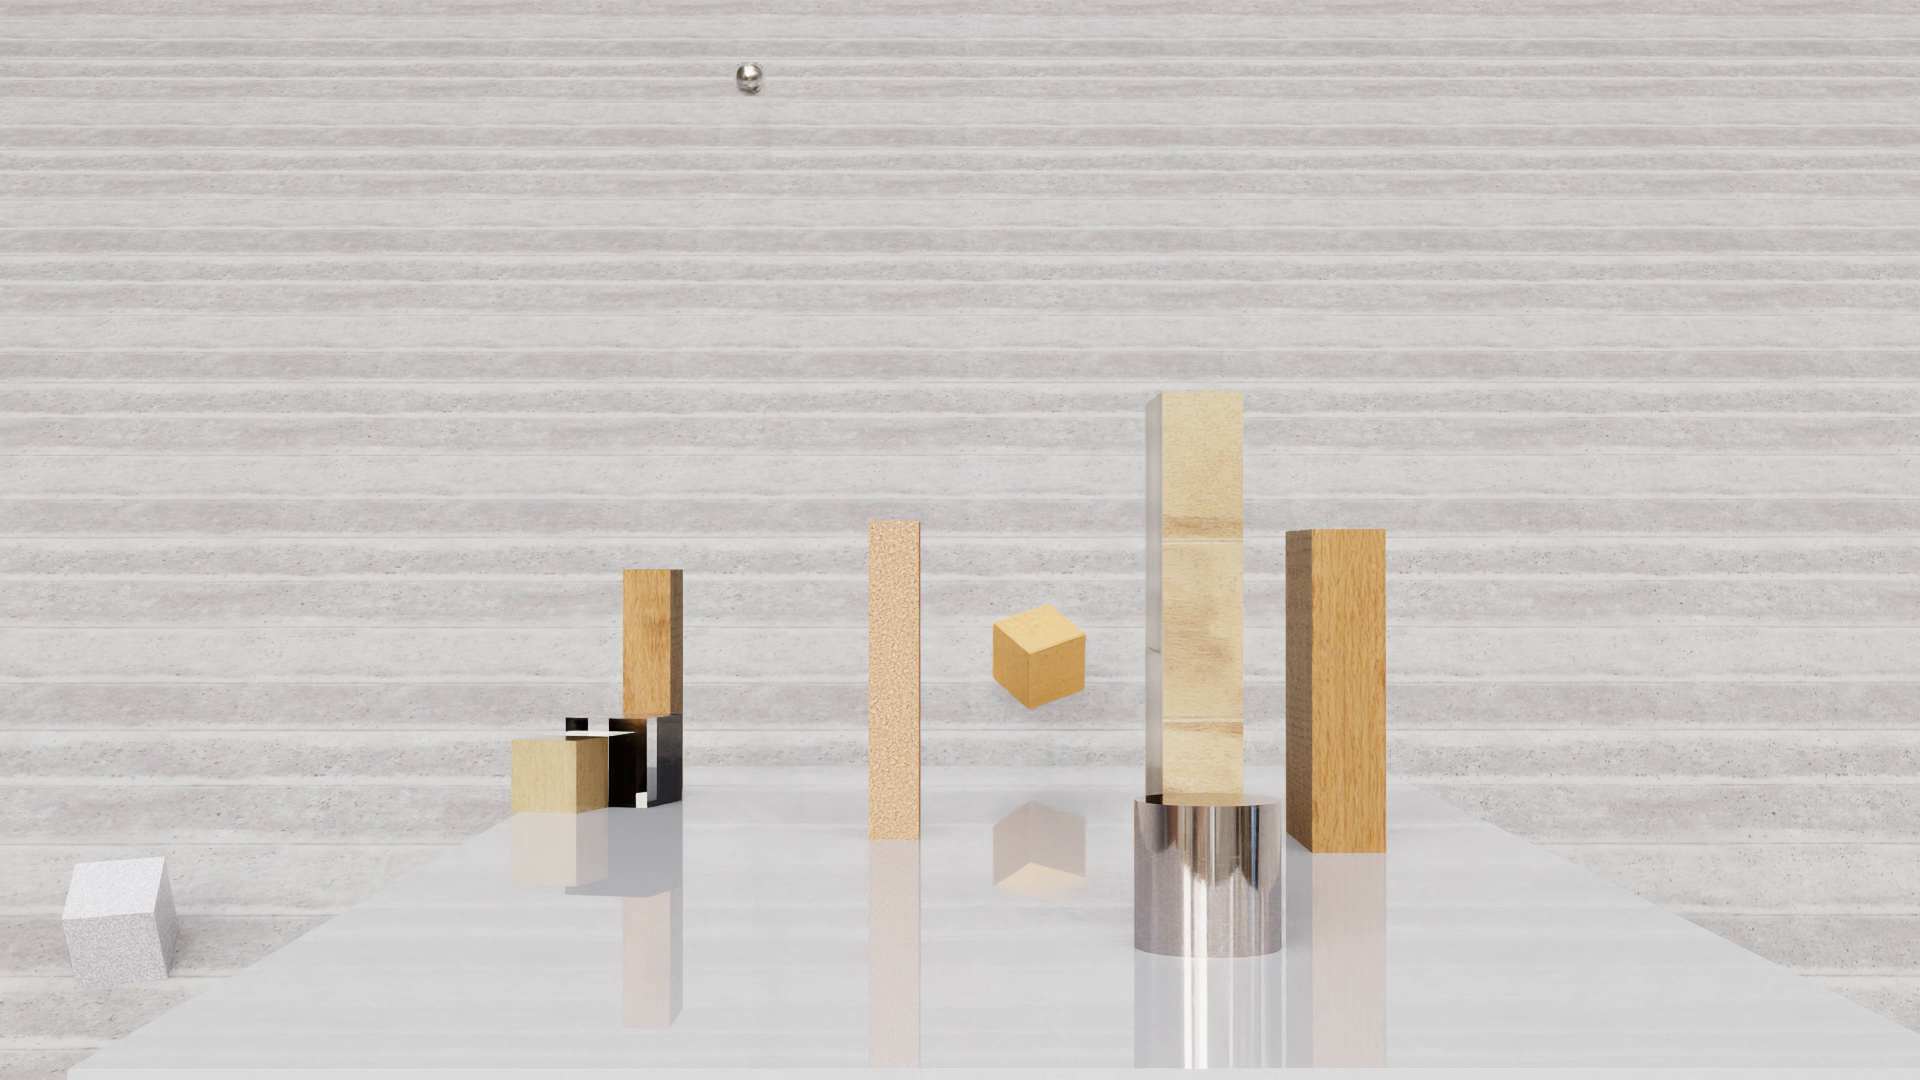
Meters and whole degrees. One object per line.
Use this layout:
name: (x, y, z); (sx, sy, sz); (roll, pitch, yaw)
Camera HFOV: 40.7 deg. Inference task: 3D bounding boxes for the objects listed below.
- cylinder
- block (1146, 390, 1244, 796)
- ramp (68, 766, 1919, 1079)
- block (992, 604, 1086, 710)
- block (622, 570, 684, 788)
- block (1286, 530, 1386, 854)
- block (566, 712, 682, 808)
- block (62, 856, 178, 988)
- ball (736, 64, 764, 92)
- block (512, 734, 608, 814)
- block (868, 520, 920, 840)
cylinder: (0.340, 0.457, 3.552); (0.202, 0.202, 0.202); (0, 0, 0)
block: (0.343, 0.175, 3.826); (0.114, 0.769, 0.342); (0, 0, 0)
ramp: (0.070, 0.618, 4.697); (2.000, 0.100, 4.000); (0, 0, 0)
block: (0.217, 0.319, 7.120); (0.182, 0.182, 0.182); (-18, 36, -27)
block: (-0.700, 0.323, 5.915); (0.106, 0.511, 0.270); (0, 0, 0)
block: (0.705, 0.275, 4.882); (0.134, 0.587, 0.379); (0, 0, 0)
block: (-0.735, 0.480, 5.673); (0.191, 0.191, 0.191); (0, -1, 17)
block: (-1.986, 0.905, 6.135); (0.207, 0.207, 0.207); (-4, 32, -7)
ball: (-0.887, -1.948, 10.907); (0.117, 0.117, 0.117); (0, 31, 0)
block: (-0.854, 0.499, 5.528); (0.152, 0.152, 0.152); (0, -1, 18)
block: (-0.126, 0.268, 5.041); (0.095, 0.606, 0.260); (0, 0, 0)
